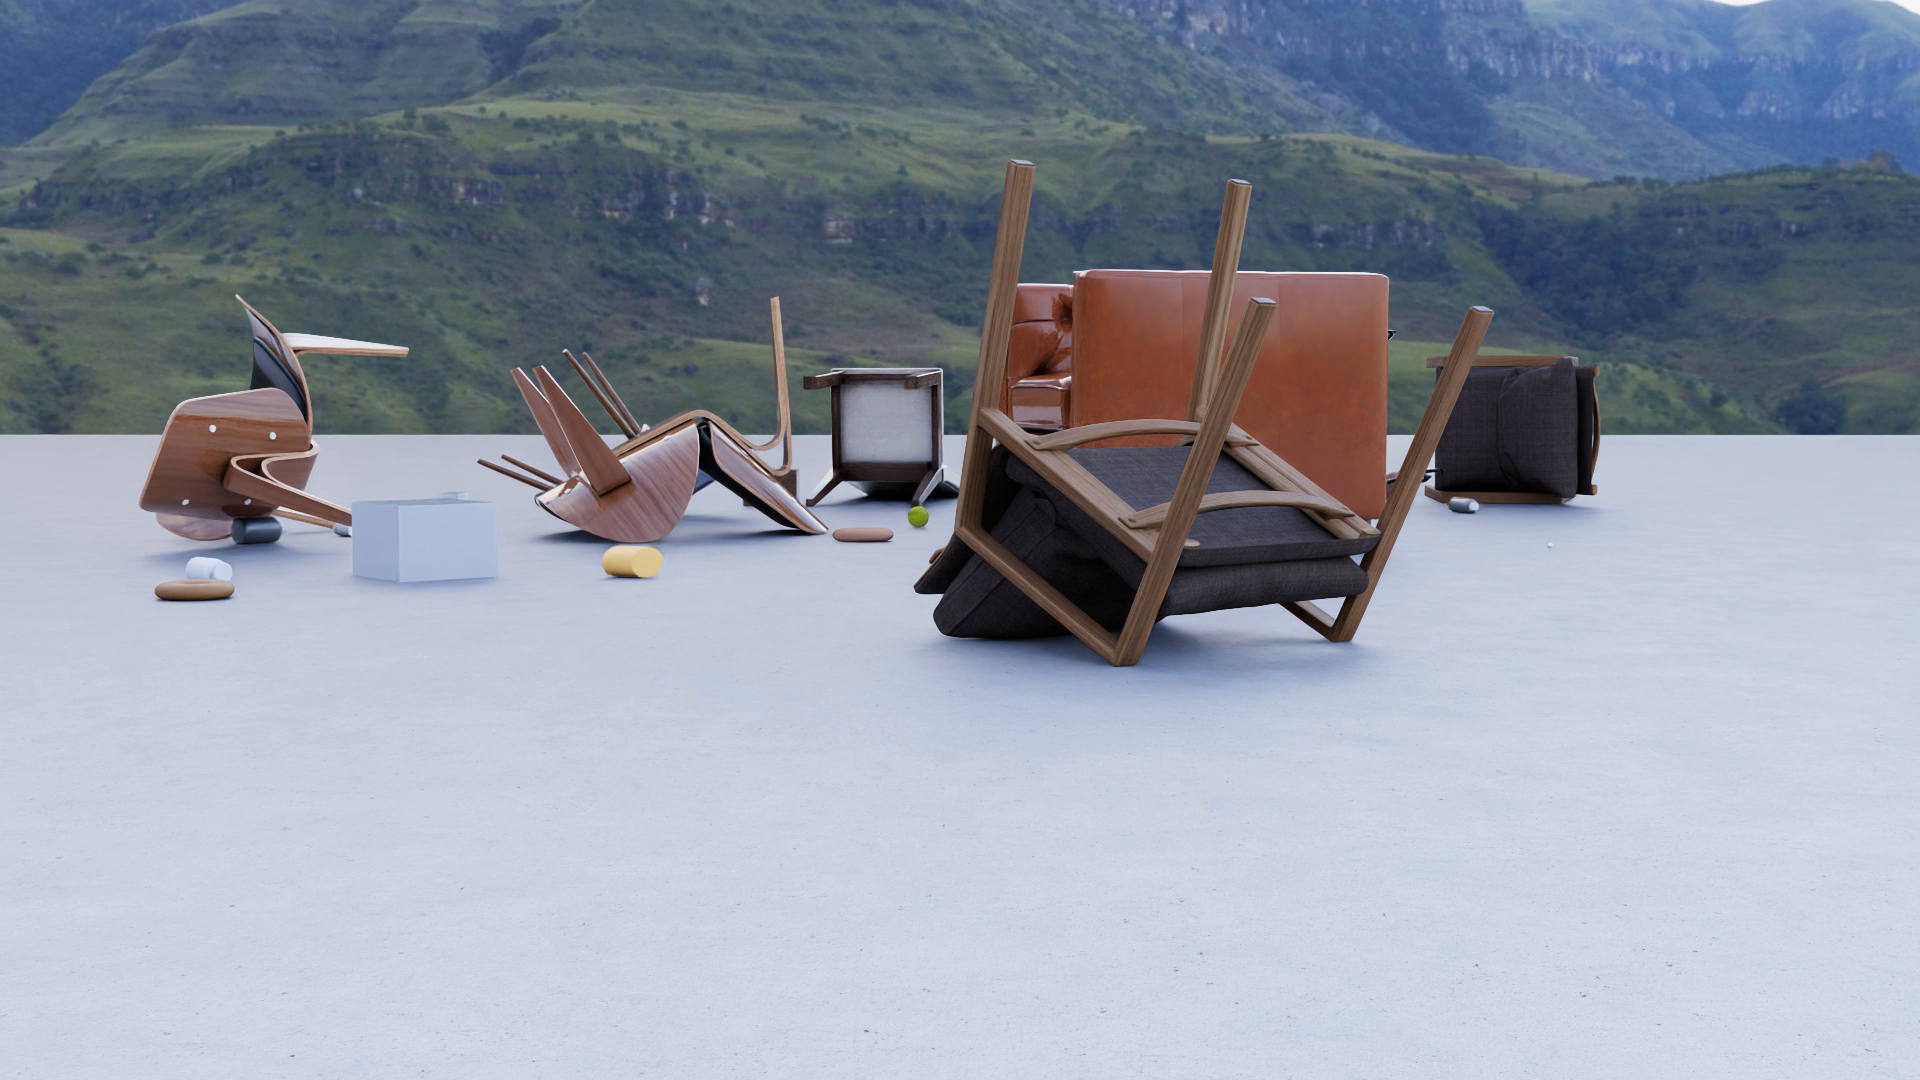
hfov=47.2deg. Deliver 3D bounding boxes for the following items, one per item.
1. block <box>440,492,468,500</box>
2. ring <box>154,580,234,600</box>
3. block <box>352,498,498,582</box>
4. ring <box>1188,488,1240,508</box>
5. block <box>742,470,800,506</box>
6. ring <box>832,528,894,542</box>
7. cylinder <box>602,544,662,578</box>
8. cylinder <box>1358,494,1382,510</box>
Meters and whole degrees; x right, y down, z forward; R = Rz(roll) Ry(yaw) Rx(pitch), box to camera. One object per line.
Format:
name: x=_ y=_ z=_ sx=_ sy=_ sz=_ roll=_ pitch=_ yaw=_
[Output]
block: x=-1.963 y=-0.160 z=8.533 sx=0.074 sy=0.047 sz=0.124 roll=0 pitch=4 yaw=5
ring: x=-1.643 y=0.108 z=4.723 sx=0.167 sy=0.036 sz=0.162 roll=3 pitch=6 yaw=32
block: x=-1.287 y=-0.003 z=5.288 sx=0.252 sy=0.177 sz=0.265 roll=-3 pitch=5 yaw=-39
ring: x=0.970 y=-0.162 z=8.390 sx=0.186 sy=0.071 sz=0.241 roll=-2 pitch=4 yaw=-19
block: x=-0.726 y=-0.201 z=8.471 sx=0.206 sy=0.138 sz=0.124 roll=0 pitch=4 yaw=1
ring: x=-0.287 y=-0.016 z=6.500 sx=0.185 sy=0.038 sz=0.115 roll=0 pitch=5 yaw=11
cylinder: x=-0.785 y=0.052 z=5.266 sx=0.095 sy=0.072 sz=0.110 roll=7 pitch=11 yaw=35
cylinder: x=1.516 y=-0.141 z=8.131 sx=0.071 sy=0.062 sz=0.093 roll=0 pitch=-12 yaw=-2
